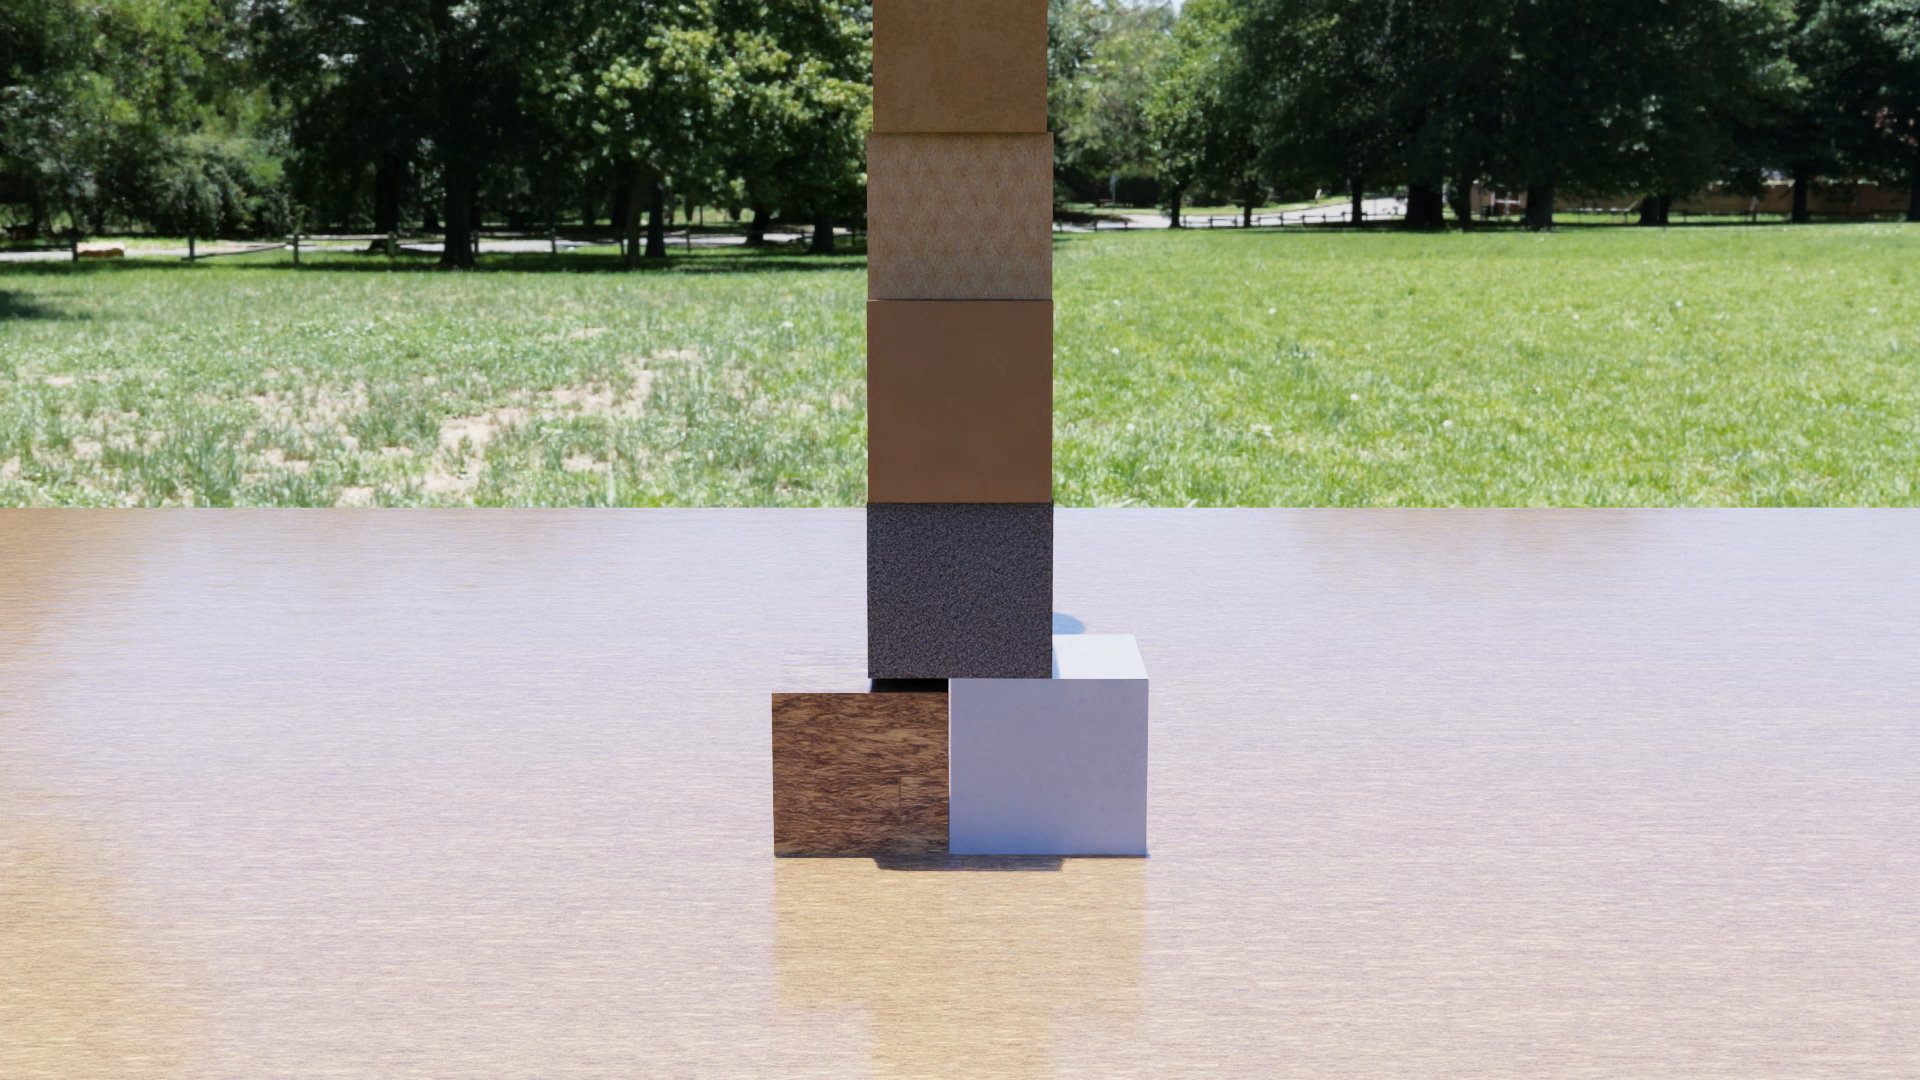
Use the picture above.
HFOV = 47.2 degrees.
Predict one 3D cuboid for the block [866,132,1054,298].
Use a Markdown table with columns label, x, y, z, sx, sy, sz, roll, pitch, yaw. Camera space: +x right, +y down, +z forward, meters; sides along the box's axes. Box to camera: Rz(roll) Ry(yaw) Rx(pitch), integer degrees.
| label | x | y | z | sx | sy | sz | roll | pitch | yaw |
| --- | --- | --- | --- | --- | --- | --- | --- | --- | --- |
| block | 0.000 | -1.619 | 10.901 | 0.889 | 0.789 | 0.784 | 0 | 10 | 0 |

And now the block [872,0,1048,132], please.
| label | x | y | z | sx | sy | sz | roll | pitch | yaw |
| --- | --- | --- | --- | --- | --- | --- | --- | --- | --- |
| block | 0.000 | -2.432 | 10.728 | 0.821 | 0.872 | 0.828 | 0 | 10 | 0 |

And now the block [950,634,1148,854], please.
| label | x | y | z | sx | sy | sz | roll | pitch | yaw |
| --- | --- | --- | --- | --- | --- | --- | --- | --- | --- |
| block | 0.440 | 1.036 | 11.355 | 0.975 | 0.900 | 0.979 | 0 | 10 | 0 |

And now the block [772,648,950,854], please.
| label | x | y | z | sx | sy | sz | roll | pitch | yaw |
| --- | --- | --- | --- | --- | --- | --- | --- | --- | --- |
| block | -0.492 | 1.070 | 11.367 | 0.870 | 0.827 | 0.986 | 0 | 10 | 0 |

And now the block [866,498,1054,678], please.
| label | x | y | z | sx | sy | sz | roll | pitch | yaw |
| --- | --- | --- | --- | --- | --- | --- | --- | --- | --- |
| block | 0.000 | 0.157 | 11.213 | 0.906 | 0.881 | 1.001 | 0 | 10 | 0 |

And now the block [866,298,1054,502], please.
| label | x | y | z | sx | sy | sz | roll | pitch | yaw |
| --- | --- | --- | --- | --- | --- | --- | --- | --- | --- |
| block | 0.000 | -0.750 | 11.032 | 0.888 | 0.968 | 1.041 | 0 | 10 | 0 |
